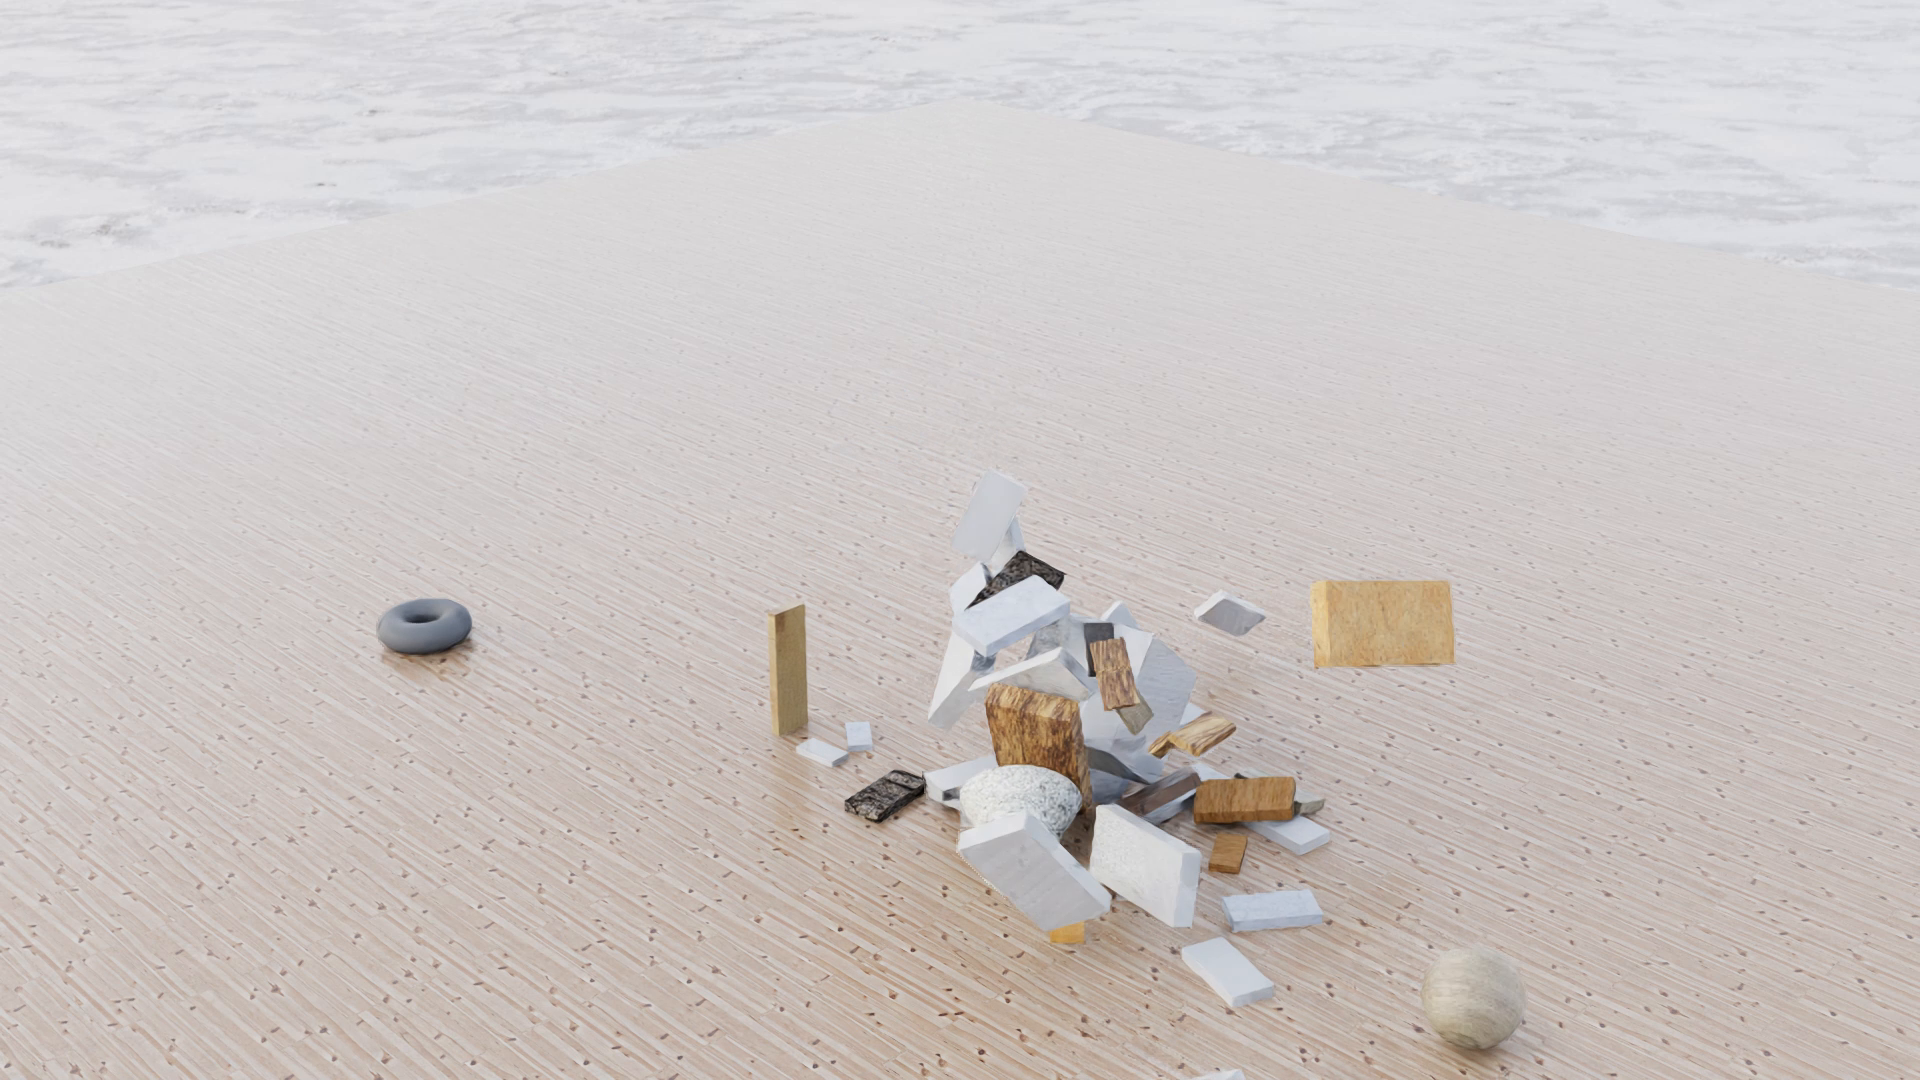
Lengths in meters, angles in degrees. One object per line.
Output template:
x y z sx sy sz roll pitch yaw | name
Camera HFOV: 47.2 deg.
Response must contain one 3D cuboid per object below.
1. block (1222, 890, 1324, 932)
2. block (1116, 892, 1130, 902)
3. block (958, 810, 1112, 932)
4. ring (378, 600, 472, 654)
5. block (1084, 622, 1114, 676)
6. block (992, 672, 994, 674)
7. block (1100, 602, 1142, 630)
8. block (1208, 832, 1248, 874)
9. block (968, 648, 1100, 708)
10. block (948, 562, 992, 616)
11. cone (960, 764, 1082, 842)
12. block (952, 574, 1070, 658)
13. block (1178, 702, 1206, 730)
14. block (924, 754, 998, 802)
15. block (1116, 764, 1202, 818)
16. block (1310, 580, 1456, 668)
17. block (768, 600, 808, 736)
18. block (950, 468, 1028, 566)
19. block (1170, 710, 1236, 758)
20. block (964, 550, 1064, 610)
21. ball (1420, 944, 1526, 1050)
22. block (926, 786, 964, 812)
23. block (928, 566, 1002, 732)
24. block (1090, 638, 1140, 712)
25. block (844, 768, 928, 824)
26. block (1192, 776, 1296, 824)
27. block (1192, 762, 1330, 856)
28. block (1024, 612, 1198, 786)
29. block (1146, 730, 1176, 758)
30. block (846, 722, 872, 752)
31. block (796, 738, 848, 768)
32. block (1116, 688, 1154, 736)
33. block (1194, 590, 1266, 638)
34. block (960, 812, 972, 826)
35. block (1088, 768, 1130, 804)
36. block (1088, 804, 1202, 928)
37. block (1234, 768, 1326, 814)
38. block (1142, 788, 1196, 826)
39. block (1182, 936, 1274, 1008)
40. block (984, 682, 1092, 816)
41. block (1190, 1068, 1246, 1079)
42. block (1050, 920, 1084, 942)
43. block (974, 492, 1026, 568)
0.582 0.691 4.101 0.170 0.024 0.085 -3 23 -8 | block
0.358 0.663 4.167 0.120 0.017 0.060 1 22 9 | block
0.134 0.588 3.887 0.139 0.278 0.039 -22 39 28 | block
-1.263 0.203 5.193 0.217 0.072 0.217 -1 23 0 | ring
0.260 0.201 4.051 0.054 0.015 0.107 -1 54 -4 | block
0.026 0.308 5.016 0.104 0.015 0.052 16 28 32 | block
0.339 0.226 5.047 0.170 0.085 0.024 -44 19 -31 | block
0.524 0.612 4.296 0.060 0.017 0.120 6 24 14 | block
0.138 0.282 4.170 0.268 0.108 0.030 -25 26 48 | block
0.026 0.115 4.534 0.092 0.026 0.184 -43 19 11 | block
0.114 0.598 4.214 0.239 0.239 0.239 1 50 2 | cone
0.101 0.148 4.321 0.215 0.030 0.108 -27 45 -29 | block
0.449 0.398 4.790 0.179 0.025 0.090 -16 28 -33 | block
0.025 0.480 4.463 0.171 0.024 0.086 -14 24 -21 | block
0.380 0.509 4.345 0.196 0.028 0.098 -28 4 -2 | block
0.860 0.169 4.464 0.341 0.171 0.048 0 -6 -33 | block
-0.370 0.276 4.739 0.024 0.289 0.085 22 31 40 | block
0.060 -0.049 4.578 0.092 0.185 0.026 28 15 5 | block
0.450 0.358 4.070 0.063 0.018 0.125 28 34 30 | block
0.110 0.113 4.419 0.108 0.030 0.215 28 47 18 | block
0.868 0.773 3.719 0.173 0.173 0.173 0 23 0 | ball
0.023 0.516 4.439 0.085 0.024 0.171 -24 29 -39 | block
0.026 0.221 4.508 0.048 0.171 0.341 30 36 -11 | block
0.281 0.243 3.995 0.063 0.125 0.018 -9 -17 -11 | block
-0.149 0.523 4.498 0.085 0.024 0.171 16 28 33 | block
0.572 0.522 4.418 0.196 0.028 0.098 -4 34 16 | block
0.584 0.542 4.454 0.085 0.024 0.363 -18 29 -36 | block
0.288 0.320 4.485 0.253 0.253 0.253 14 -14 32 | block
0.381 0.382 4.105 0.015 0.054 0.107 50 4 16 | block
-0.218 0.424 4.743 0.052 0.015 0.104 -2 23 -6 | block
-0.292 0.452 4.676 0.104 0.015 0.052 18 29 36 | block
0.317 0.308 4.070 0.054 0.107 0.015 -48 40 -17 | block
0.623 0.171 5.069 0.170 0.085 0.024 23 36 -44 | block
0.107 0.543 4.426 0.196 0.028 0.098 0 23 12 | block
0.306 0.494 4.562 0.085 0.024 0.169 8 24 21 | block
0.338 0.597 4.056 0.039 0.139 0.307 3 9 -27 | block
0.651 0.512 4.487 0.169 0.024 0.085 23 16 40 | block
0.402 0.534 4.465 0.085 0.024 0.169 20 29 39 | block
0.477 0.769 3.917 0.085 0.024 0.170 -11 25 -24 | block
0.154 0.406 4.247 0.171 0.350 0.048 12 56 17 | block
0.317 0.914 3.418 0.278 0.039 0.139 -25 -2 -44 | block
0.198 0.705 4.077 0.060 0.017 0.120 1 23 2 | block
0.086 -0.030 4.656 0.026 0.184 0.092 -5 -17 -35 | block
